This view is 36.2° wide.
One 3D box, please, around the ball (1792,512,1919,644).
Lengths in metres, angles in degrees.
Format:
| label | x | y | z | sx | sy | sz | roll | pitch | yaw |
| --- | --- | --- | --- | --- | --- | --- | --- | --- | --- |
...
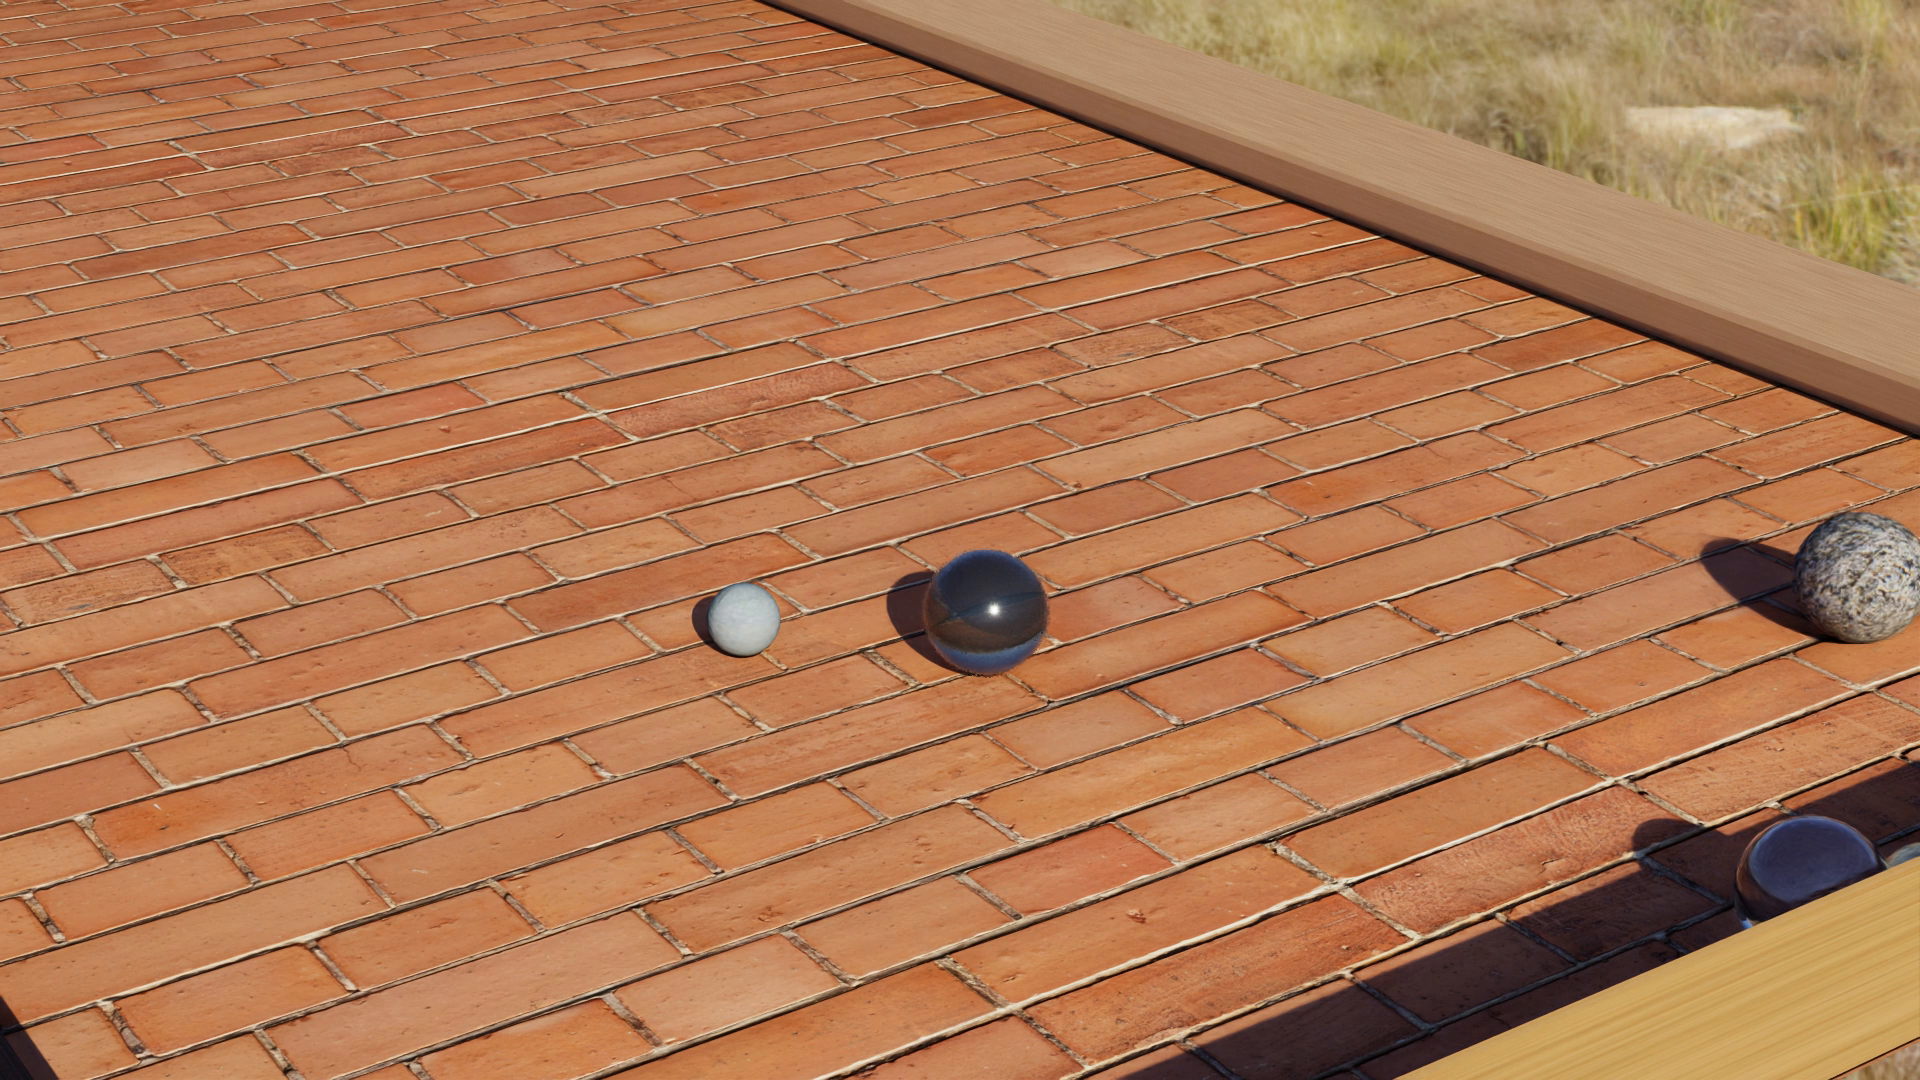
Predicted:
| label | x | y | z | sx | sy | sz | roll | pitch | yaw |
| --- | --- | --- | --- | --- | --- | --- | --- | --- | --- |
| ball | 0.666 | 0.028 | 2.175 | 0.097 | 0.097 | 0.097 | 0 | 24 | 0 |

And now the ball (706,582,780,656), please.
| label | x | y | z | sx | sy | sz | roll | pitch | yaw |
| --- | --- | --- | --- | --- | --- | --- | --- | --- | --- |
| ball | -0.159 | 0.058 | 2.159 | 0.054 | 0.054 | 0.054 | 0 | 24 | 0 |

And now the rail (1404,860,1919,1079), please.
| label | x | y | z | sx | sy | sz | roll | pitch | yaw |
| --- | --- | --- | --- | --- | --- | --- | --- | --- | --- |
| rail | 0.453 | 0.246 | 1.635 | 1.758 | 0.126 | 0.045 | -15 | 28 | -31 |

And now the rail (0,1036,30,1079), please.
| label | x | y | z | sx | sy | sz | roll | pitch | yaw |
| --- | --- | --- | --- | --- | --- | --- | --- | --- | --- |
| rail | -1.174 | -0.103 | 2.437 | 0.045 | 0.126 | 3.321 | -15 | 28 | -31 |

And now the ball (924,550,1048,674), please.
| label | x | y | z | sx | sy | sz | roll | pitch | yaw |
| --- | --- | --- | --- | --- | --- | --- | --- | --- | --- |
| ball | 0.019 | 0.052 | 2.127 | 0.091 | 0.091 | 0.091 | 0 | 24 | 0 |

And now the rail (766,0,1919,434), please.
| label | x | y | z | sx | sy | sz | roll | pitch | yaw |
| --- | --- | --- | --- | --- | --- | --- | --- | --- | --- |
| rail | 0.241 | -0.487 | 3.317 | 0.045 | 0.126 | 3.321 | -15 | 28 | -31 |

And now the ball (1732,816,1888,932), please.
| label | x | y | z | sx | sy | sz | roll | pitch | yaw |
| --- | --- | --- | --- | --- | --- | --- | --- | --- | --- |
| ball | 0.510 | 0.211 | 1.762 | 0.092 | 0.092 | 0.092 | 0 | 24 | 0 |

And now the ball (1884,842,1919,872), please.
| label | x | y | z | sx | sy | sz | roll | pitch | yaw |
| --- | --- | --- | --- | --- | --- | --- | --- | --- | --- |
| ball | 0.588 | 0.216 | 1.781 | 0.067 | 0.067 | 0.067 | 0 | 24 | 0 |
